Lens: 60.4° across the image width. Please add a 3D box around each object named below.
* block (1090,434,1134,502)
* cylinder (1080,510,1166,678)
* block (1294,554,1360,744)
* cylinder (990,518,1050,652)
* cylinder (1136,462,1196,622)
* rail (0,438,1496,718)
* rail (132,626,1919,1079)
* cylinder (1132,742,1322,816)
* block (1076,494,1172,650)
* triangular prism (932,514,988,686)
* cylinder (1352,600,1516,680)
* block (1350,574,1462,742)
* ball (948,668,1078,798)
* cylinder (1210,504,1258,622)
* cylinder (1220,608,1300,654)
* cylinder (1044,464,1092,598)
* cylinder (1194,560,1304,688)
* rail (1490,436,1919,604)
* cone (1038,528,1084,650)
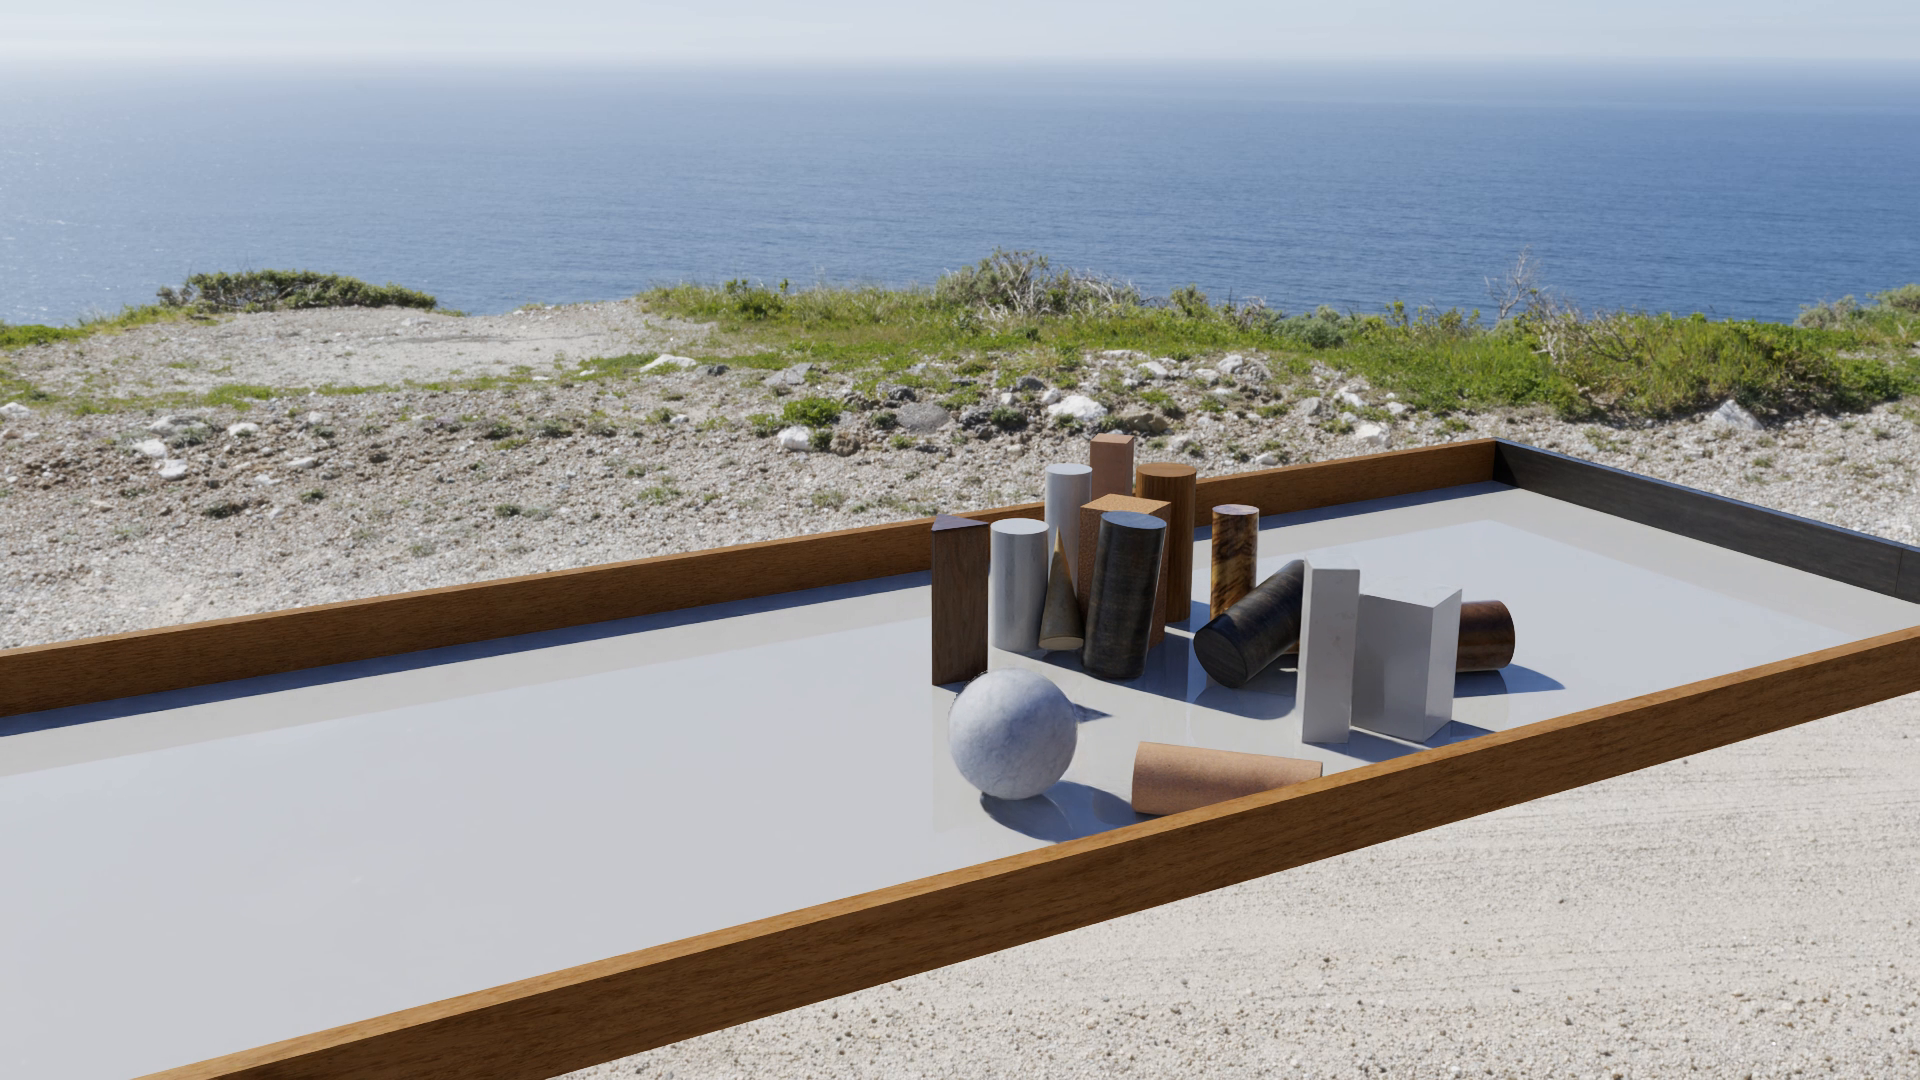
[{"bbox_3d":[0.438,-0.075,4.807,0.105,0.453,0.105,5,17,17],"label":"block"},{"bbox_3d":[0.412,0.136,4.169,0.165,0.391,0.165,6,15,-2],"label":"cylinder"},{"bbox_3d":[0.836,0.249,3.762,0.105,0.419,0.105,1,17,2],"label":"block"},{"bbox_3d":[0.157,0.119,4.378,0.154,0.323,0.154,0,16,0],"label":"cylinder"},{"bbox_3d":[0.567,0.006,4.593,0.165,0.417,0.165,0,16,0],"label":"cylinder"},{"bbox_3d":[-3.305,0.497,3.399,12.000,0.150,0.050,-9,18,-27],"label":"rail"},{"bbox_3d":[-2.336,1.006,1.665,12.000,0.150,0.050,-9,18,-27],"label":"rail"},{"bbox_3d":[0.547,0.505,3.375,0.369,0.147,0.147,5,17,16],"label":"cylinder"},{"bbox_3d":[0.431,0.091,4.360,0.178,0.381,0.178,9,17,29],"label":"block"},{"bbox_3d":[-0.025,0.144,4.148,0.151,0.404,0.131,-7,18,-23],"label":"triangular prism"},{"bbox_3d":[1.162,0.253,4.179,0.433,0.178,0.178,-3,17,-11],"label":"cylinder"},{"bbox_3d":[1.040,0.273,3.845,0.177,0.326,0.177,11,20,35],"label":"block"},{"bbox_3d":[0.111,0.407,3.481,0.276,0.276,0.276,0,16,0],"label":"ball"},{"bbox_3d":[0.732,0.091,4.411,0.121,0.353,0.121,-1,14,0],"label":"cylinder"},{"bbox_3d":[0.851,0.236,4.331,0.320,0.125,0.125,-1,16,-5],"label":"cylinder"},{"bbox_3d":[0.298,0.007,4.582,0.129,0.422,0.129,0,16,0],"label":"cylinder"},{"bbox_3d":[0.770,0.208,4.154,0.350,0.171,0.171,-33,31,-28],"label":"cylinder"},{"bbox_3d":[2.466,-0.048,5.253,0.050,0.150,2.100,-9,18,-27],"label":"rail"},{"bbox_3d":[0.265,0.114,4.356,0.128,0.331,0.128,-1,-19,0],"label":"cone"}]
